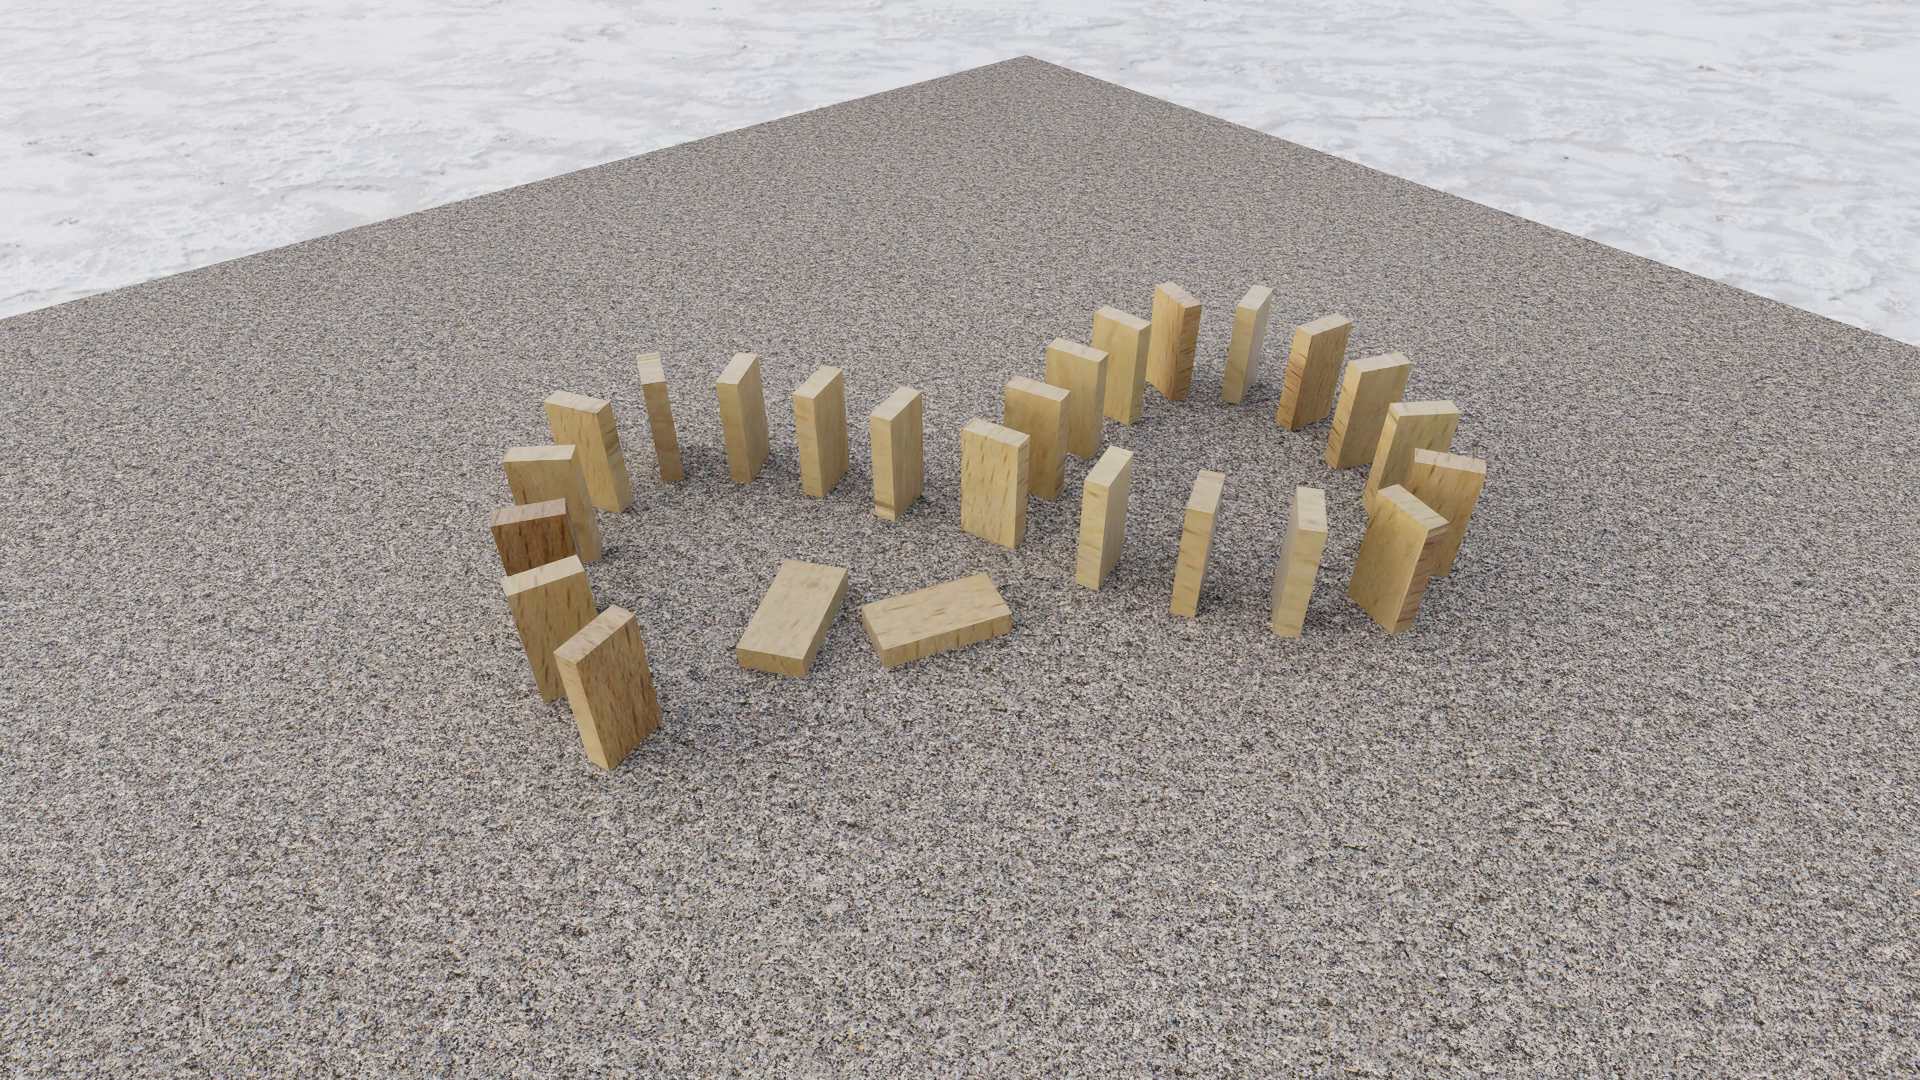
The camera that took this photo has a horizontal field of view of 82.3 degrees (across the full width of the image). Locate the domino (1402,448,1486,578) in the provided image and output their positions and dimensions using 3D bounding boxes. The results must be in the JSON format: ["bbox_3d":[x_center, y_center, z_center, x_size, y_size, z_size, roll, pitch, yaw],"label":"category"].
[{"bbox_3d":[0.182,-0.010,0.424,0.025,0.050,0.010,12,41,14],"label":"domino"}]

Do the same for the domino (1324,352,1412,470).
[{"bbox_3d":[0.177,-0.056,0.479,0.025,0.050,0.009,-12,41,-14],"label":"domino"}]

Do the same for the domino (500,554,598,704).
[{"bbox_3d":[-0.136,0.031,0.374,0.025,0.050,0.010,-20,44,-23],"label":"domino"}]

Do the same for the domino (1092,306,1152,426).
[{"bbox_3d":[0.073,-0.081,0.510,0.025,0.050,0.009,31,48,32],"label":"domino"}]

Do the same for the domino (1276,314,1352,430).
[{"bbox_3d":[0.162,-0.077,0.505,0.025,0.050,0.010,-21,44,-24],"label":"domino"}]

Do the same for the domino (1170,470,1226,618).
[{"bbox_3d":[0.088,0.002,0.409,0.009,0.050,0.025,13,41,16],"label":"domino"}]

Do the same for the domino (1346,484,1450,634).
[{"bbox_3d":[0.159,0.007,0.402,0.010,0.050,0.025,-17,42,-20],"label":"domino"}]

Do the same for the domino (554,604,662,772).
[{"bbox_3d":[-0.112,0.048,0.353,0.010,0.050,0.025,21,44,23],"label":"domino"}]

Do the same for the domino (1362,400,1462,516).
[{"bbox_3d":[0.185,-0.033,0.452,0.025,0.050,0.009,-3,39,-4],"label":"domino"}]

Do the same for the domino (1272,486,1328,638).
[{"bbox_3d":[0.123,0.008,0.401,0.010,0.050,0.025,7,40,9],"label":"domino"}]

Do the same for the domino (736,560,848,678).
[{"bbox_3d":[-0.061,0.028,0.409,0.025,0.010,0.050,9,40,10],"label":"domino"}]

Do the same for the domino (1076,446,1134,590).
[{"bbox_3d":[0.055,-0.008,0.421,0.010,0.050,0.025,19,43,21],"label":"domino"}]

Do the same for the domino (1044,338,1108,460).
[{"bbox_3d":[0.051,-0.062,0.488,0.025,0.050,0.010,22,44,25],"label":"domino"}]

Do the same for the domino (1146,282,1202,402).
[{"bbox_3d":[0.102,-0.095,0.527,0.010,0.050,0.025,-16,42,-19],"label":"domino"}]

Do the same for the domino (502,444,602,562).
[{"bbox_3d":[-0.157,-0.013,0.428,0.025,0.050,0.010,-3,39,-3],"label":"domino"}]

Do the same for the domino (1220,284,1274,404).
[{"bbox_3d":[0.137,-0.093,0.525,0.010,0.050,0.025,20,43,22],"label":"domino"}]

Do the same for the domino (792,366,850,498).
[{"bbox_3d":[-0.058,-0.046,0.467,0.009,0.050,0.025,15,42,18],"label":"domino"}]

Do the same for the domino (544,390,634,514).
[{"bbox_3d":[-0.153,-0.036,0.455,0.025,0.050,0.010,13,41,16],"label":"domino"}]

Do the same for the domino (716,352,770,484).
[{"bbox_3d":[-0.093,-0.053,0.476,0.010,0.050,0.025,7,40,9],"label":"domino"}]

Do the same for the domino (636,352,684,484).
[{"bbox_3d":[-0.129,-0.053,0.476,0.010,0.050,0.025,-12,41,-14],"label":"domino"}]

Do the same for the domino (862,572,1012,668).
[{"bbox_3d":[-0.009,0.029,0.408,0.050,0.010,0.025,-15,42,-17],"label":"domino"}]

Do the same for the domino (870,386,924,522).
[{"bbox_3d":[-0.026,-0.035,0.455,0.009,0.050,0.025,19,43,21],"label":"domino"}]

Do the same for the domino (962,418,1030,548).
[{"bbox_3d":[0.014,-0.022,0.439,0.025,0.050,0.009,21,44,23],"label":"domino"}]

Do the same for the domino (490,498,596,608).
[{"bbox_3d":[-0.151,0.010,0.400,0.025,0.050,0.009,-11,41,-13],"label":"domino"}]

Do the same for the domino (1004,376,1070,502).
[{"bbox_3d":[0.032,-0.042,0.463,0.025,0.050,0.010,20,43,22],"label":"domino"}]
